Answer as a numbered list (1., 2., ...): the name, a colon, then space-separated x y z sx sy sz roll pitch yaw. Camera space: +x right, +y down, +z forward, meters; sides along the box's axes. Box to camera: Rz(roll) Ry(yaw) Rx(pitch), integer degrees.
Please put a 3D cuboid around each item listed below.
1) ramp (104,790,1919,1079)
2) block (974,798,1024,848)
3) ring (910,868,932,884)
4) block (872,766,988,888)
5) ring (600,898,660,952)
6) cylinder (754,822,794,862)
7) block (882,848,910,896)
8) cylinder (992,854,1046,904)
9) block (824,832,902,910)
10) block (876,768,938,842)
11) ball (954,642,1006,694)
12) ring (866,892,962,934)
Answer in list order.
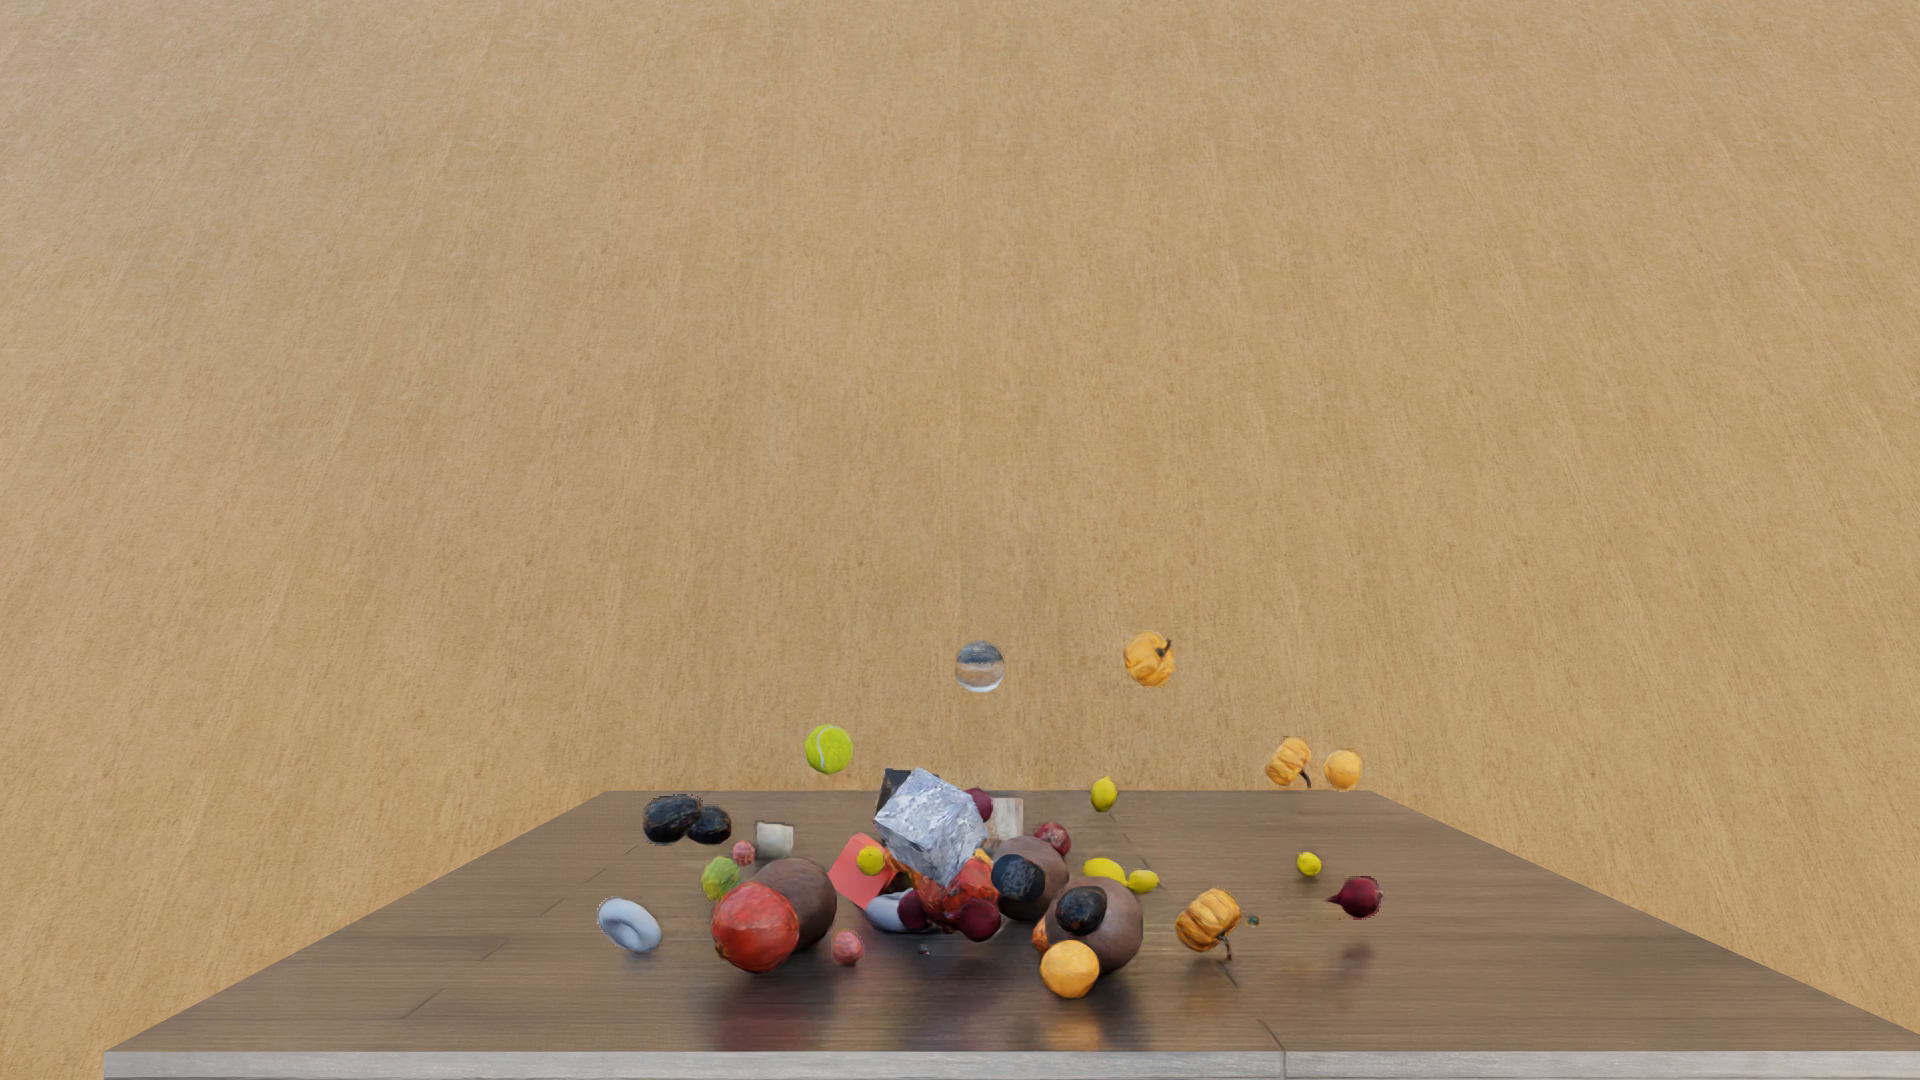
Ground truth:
1. ramp: 0.076 0.654 4.799 2.000 0.100 4.000 0 -1 0
2. block: 0.056 0.530 4.852 0.091 0.091 0.091 2 -8 -30
3. ring: -0.064 0.535 4.306 0.080 0.027 0.080 0 47 -1
4. block: -0.039 0.390 3.534 0.098 0.098 0.098 25 63 33
5. ring: -0.457 0.534 3.594 0.094 0.094 0.031 15 49 21
6. cylinder: -0.349 0.565 4.846 0.069 0.069 0.069 6 34 -6
7. block: -0.127 0.547 4.245 0.080 0.080 0.080 -3 -2 7
8. cylinder: 0.077 0.447 3.429 0.055 0.055 0.055 -10 67 23
9. block: -0.153 0.529 4.145 0.085 0.085 0.085 34 4 8
10. block: -0.082 0.446 4.328 0.090 0.090 0.090 7 21 -14
11. ball: 0.034 0.216 4.386 0.086 0.086 0.086 0 34 0
12. ring: -0.068 0.556 3.871 0.146 0.049 0.146 0 0 0
